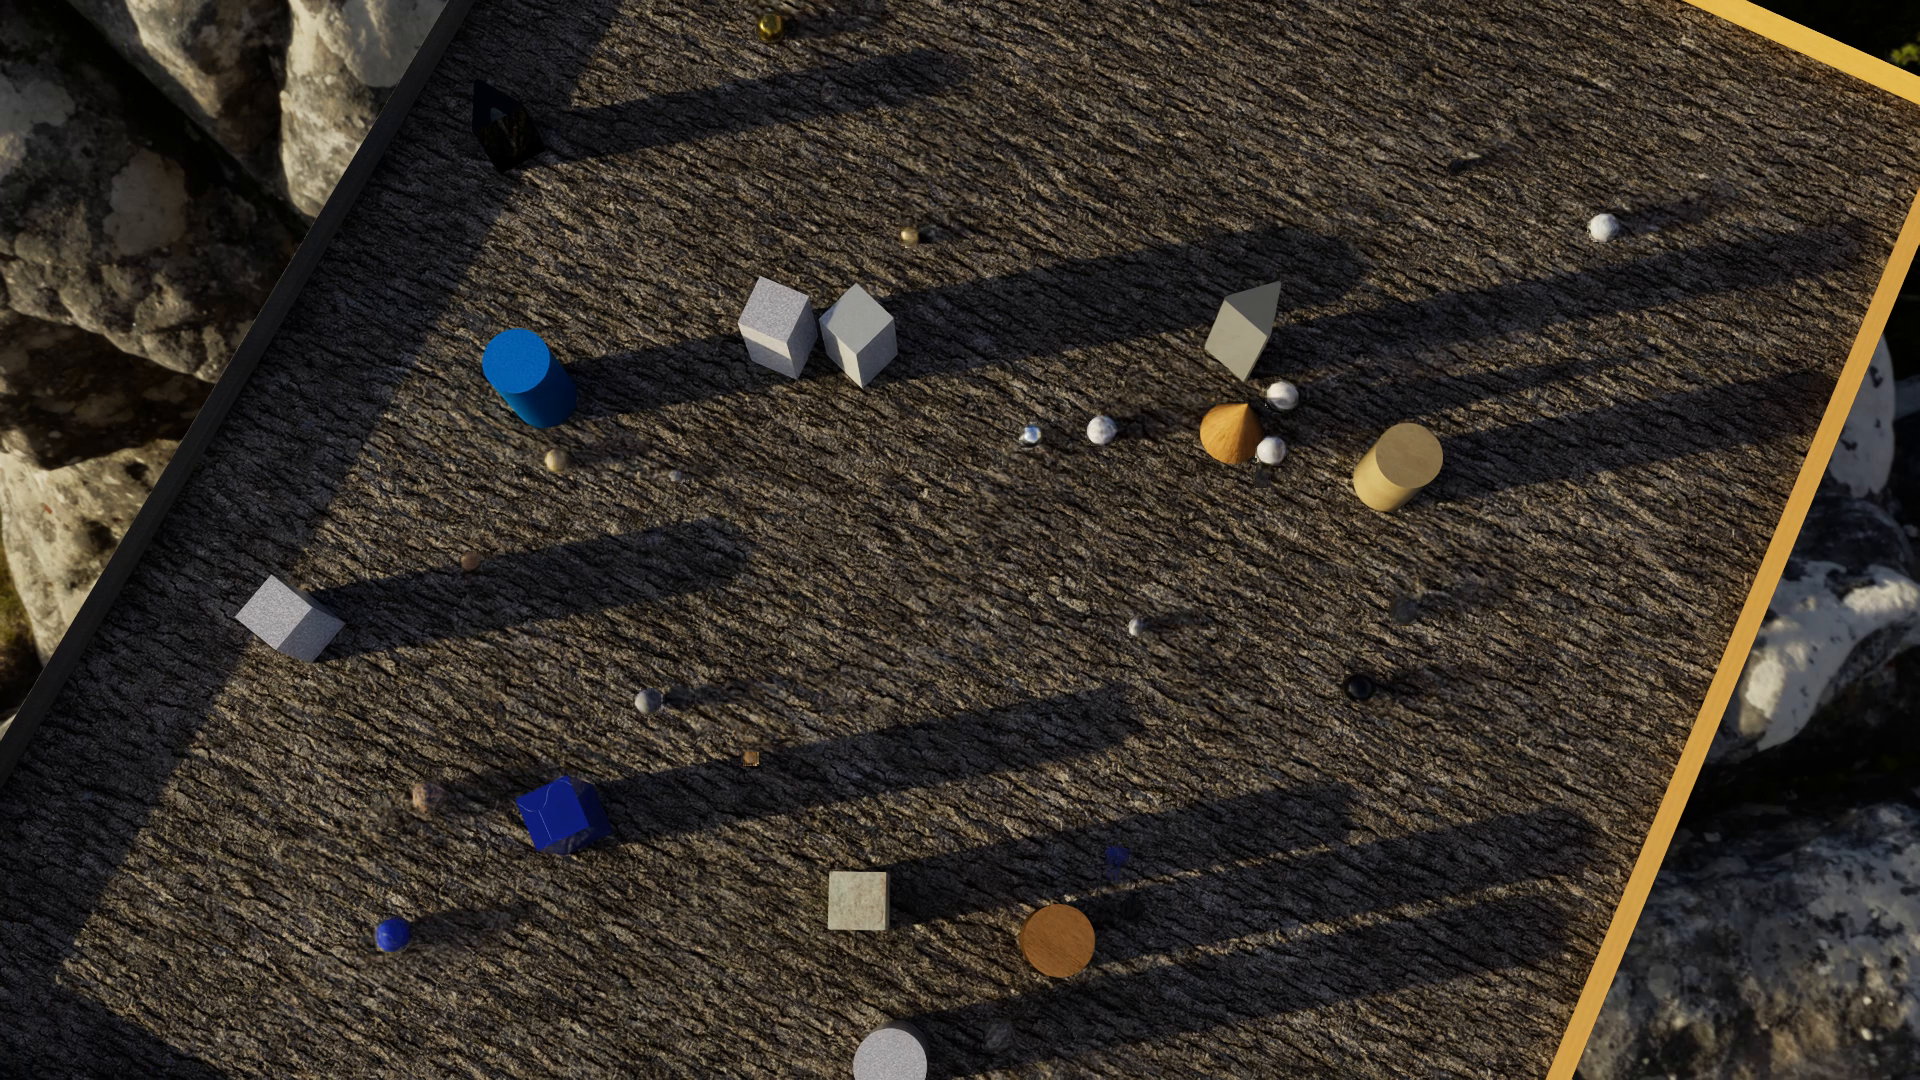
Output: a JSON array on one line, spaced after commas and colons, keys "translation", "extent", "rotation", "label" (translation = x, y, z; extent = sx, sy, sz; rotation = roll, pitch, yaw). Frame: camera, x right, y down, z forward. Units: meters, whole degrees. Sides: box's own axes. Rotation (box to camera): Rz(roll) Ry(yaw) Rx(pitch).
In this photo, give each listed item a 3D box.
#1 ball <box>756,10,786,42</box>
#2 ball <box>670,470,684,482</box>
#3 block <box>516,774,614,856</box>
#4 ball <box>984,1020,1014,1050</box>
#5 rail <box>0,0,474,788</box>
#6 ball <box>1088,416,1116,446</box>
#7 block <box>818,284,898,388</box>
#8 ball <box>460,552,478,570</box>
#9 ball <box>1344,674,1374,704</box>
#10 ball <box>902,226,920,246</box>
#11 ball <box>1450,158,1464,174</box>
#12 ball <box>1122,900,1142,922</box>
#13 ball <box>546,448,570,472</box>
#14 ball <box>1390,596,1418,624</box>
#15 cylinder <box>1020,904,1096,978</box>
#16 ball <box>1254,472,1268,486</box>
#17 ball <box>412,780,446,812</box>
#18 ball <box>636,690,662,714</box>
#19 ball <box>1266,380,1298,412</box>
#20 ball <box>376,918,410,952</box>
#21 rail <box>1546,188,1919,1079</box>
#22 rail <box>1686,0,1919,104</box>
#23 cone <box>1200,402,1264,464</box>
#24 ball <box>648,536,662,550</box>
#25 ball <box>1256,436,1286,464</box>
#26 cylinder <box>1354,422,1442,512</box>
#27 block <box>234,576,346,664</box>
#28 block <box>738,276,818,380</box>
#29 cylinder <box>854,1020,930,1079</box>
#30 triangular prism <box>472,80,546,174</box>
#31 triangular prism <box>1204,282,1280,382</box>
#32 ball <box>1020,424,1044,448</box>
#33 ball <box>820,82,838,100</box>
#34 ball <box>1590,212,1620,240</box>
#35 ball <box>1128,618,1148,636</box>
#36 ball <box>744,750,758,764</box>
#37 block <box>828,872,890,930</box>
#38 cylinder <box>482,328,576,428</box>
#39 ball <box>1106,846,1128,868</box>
[{"translation": [-0.609, -1.658, 5.911], "extent": [0.094, 0.094, 0.094], "rotation": [0, 78, 0], "label": "ball"}, {"translation": [-0.872, -0.198, 5.636], "extent": [0.042, 0.042, 0.042], "rotation": [0, 78, 0], "label": "ball"}, {"translation": [-1.132, 0.794, 5.264], "extent": [0.157, 0.368, 0.157], "rotation": [-25, 79, -5], "label": "block"}, {"translation": [0.113, 1.426, 5.277], "extent": [0.087, 0.087, 0.087], "rotation": [0, 78, 0], "label": "ball"}, {"translation": [-1.985, -0.965, 5.750], "extent": [0.045, 0.128, 5.375], "rotation": [26, 80, 5], "label": "rail"}, {"translation": [0.436, -0.337, 5.640], "extent": [0.090, 0.090, 0.090], "rotation": [0, 78, 0], "label": "ball"}, {"translation": [-0.306, -0.616, 5.565], "extent": [0.157, 0.350, 0.157], "rotation": [44, 82, 8], "label": "block"}, {"translation": [-1.492, 0.066, 5.575], "extent": [0.055, 0.055, 0.055], "rotation": [0, 78, 0], "label": "ball"}, {"translation": [1.192, 0.444, 5.479], "extent": [0.090, 0.090, 0.090], "rotation": [0, 78, 0], "label": "ball"}, {"translation": [-0.156, -0.960, 5.785], "extent": [0.060, 0.060, 0.060], "rotation": [0, 78, 0], "label": "ball"}, {"translation": [1.583, -1.192, 5.839], "extent": [0.047, 0.047, 0.047], "rotation": [0, 78, 0], "label": "ball"}, {"translation": [0.504, 1.084, 5.360], "extent": [0.063, 0.063, 0.063], "rotation": [0, 78, 0], "label": "ball"}, {"translation": [-1.238, -0.244, 5.631], "extent": [0.071, 0.071, 0.071], "rotation": [0, 78, 0], "label": "ball"}, {"translation": [1.343, 0.213, 5.531], "extent": [0.082, 0.082, 0.082], "rotation": [0, 78, 0], "label": "ball"}, {"translation": [0.273, 1.135, 5.202], "extent": [0.197, 0.352, 0.197], "rotation": [0, 78, 0], "label": "cylinder"}, {"translation": [0.926, -0.188, 5.633], "extent": [0.043, 0.043, 0.043], "rotation": [0, 78, 0], "label": "ball"}, {"translation": [-1.566, 0.755, 5.410], "extent": [0.098, 0.098, 0.098], "rotation": [0, 78, 0], "label": "ball"}, {"translation": [-0.932, 0.484, 5.478], "extent": [0.076, 0.076, 0.076], "rotation": [0, 78, 0], "label": "ball"}, {"translation": [0.996, -0.443, 5.658], "extent": [0.098, 0.098, 0.098], "rotation": [0, 78, 0], "label": "ball"}, {"translation": [-1.649, 1.149, 5.330], "extent": [0.096, 0.096, 0.096], "rotation": [0, 78, 0], "label": "ball"}, {"translation": [1.985, 0.979, 5.348], "extent": [0.045, 0.128, 5.375], "rotation": [26, 80, 5], "label": "rail"}, {"translation": [1.191, -2.326, 6.032], "extent": [4.485, 0.128, 0.045], "rotation": [26, 80, 5], "label": "rail"}, {"translation": [0.843, -0.366, 5.524], "extent": [0.197, 0.330, 0.197], "rotation": [0, 78, 0], "label": "cone"}, {"translation": [-0.930, 0.007, 5.594], "extent": [0.042, 0.042, 0.042], "rotation": [0, 78, 0], "label": "ball"}, {"translation": [0.954, -0.276, 5.603], "extent": [0.090, 0.090, 0.090], "rotation": [0, 78, 0], "label": "ball"}, {"translation": [1.311, -0.215, 5.502], "extent": [0.197, 0.312, 0.197], "rotation": [0, 78, 0], "label": "cylinder"}, {"translation": [-1.976, 0.237, 5.418], "extent": [0.157, 0.292, 0.157], "rotation": [37, 81, 7], "label": "block"}, {"translation": [-0.548, -0.638, 5.558], "extent": [0.157, 0.374, 0.157], "rotation": [23, 79, 5], "label": "block"}, {"translation": [-0.186, 1.446, 5.095], "extent": [0.197, 0.436, 0.197], "rotation": [0, 78, 0], "label": "cylinder"}, {"translation": [-1.437, -1.308, 5.723], "extent": [0.170, 0.322, 0.148], "rotation": [-30, 80, -6], "label": "triangular prism"}, {"translation": [0.878, -0.649, 5.519], "extent": [0.170, 0.455, 0.148], "rotation": [43, 81, 8], "label": "triangular prism"}, {"translation": [0.222, -0.322, 5.647], "extent": [0.072, 0.072, 0.072], "rotation": [0, 78, 0], "label": "ball"}, {"translation": [-0.419, -1.442, 5.887], "extent": [0.055, 0.055, 0.055], "rotation": [0, 78, 0], "label": "ball"}, {"translation": [2.031, -0.987, 5.776], "extent": [0.088, 0.088, 0.088], "rotation": [0, 78, 0], "label": "ball"}, {"translation": [0.536, 0.263, 5.532], "extent": [0.058, 0.058, 0.058], "rotation": [0, 78, 0], "label": "ball"}, {"translation": [-0.624, 0.648, 5.462], "extent": [0.041, 0.041, 0.041], "rotation": [0, 78, 0], "label": "ball"}, {"translation": [-0.285, 1.033, 5.240], "extent": [0.157, 0.319, 0.157], "rotation": [1, 78, 0], "label": "block"}, {"translation": [-1.292, -0.483, 5.521], "extent": [0.197, 0.383, 0.197], "rotation": [0, 78, 0], "label": "cylinder"}, {"translation": [0.462, 0.933, 5.393], "extent": [0.061, 0.061, 0.061], "rotation": [0, 78, 0], "label": "ball"}]
